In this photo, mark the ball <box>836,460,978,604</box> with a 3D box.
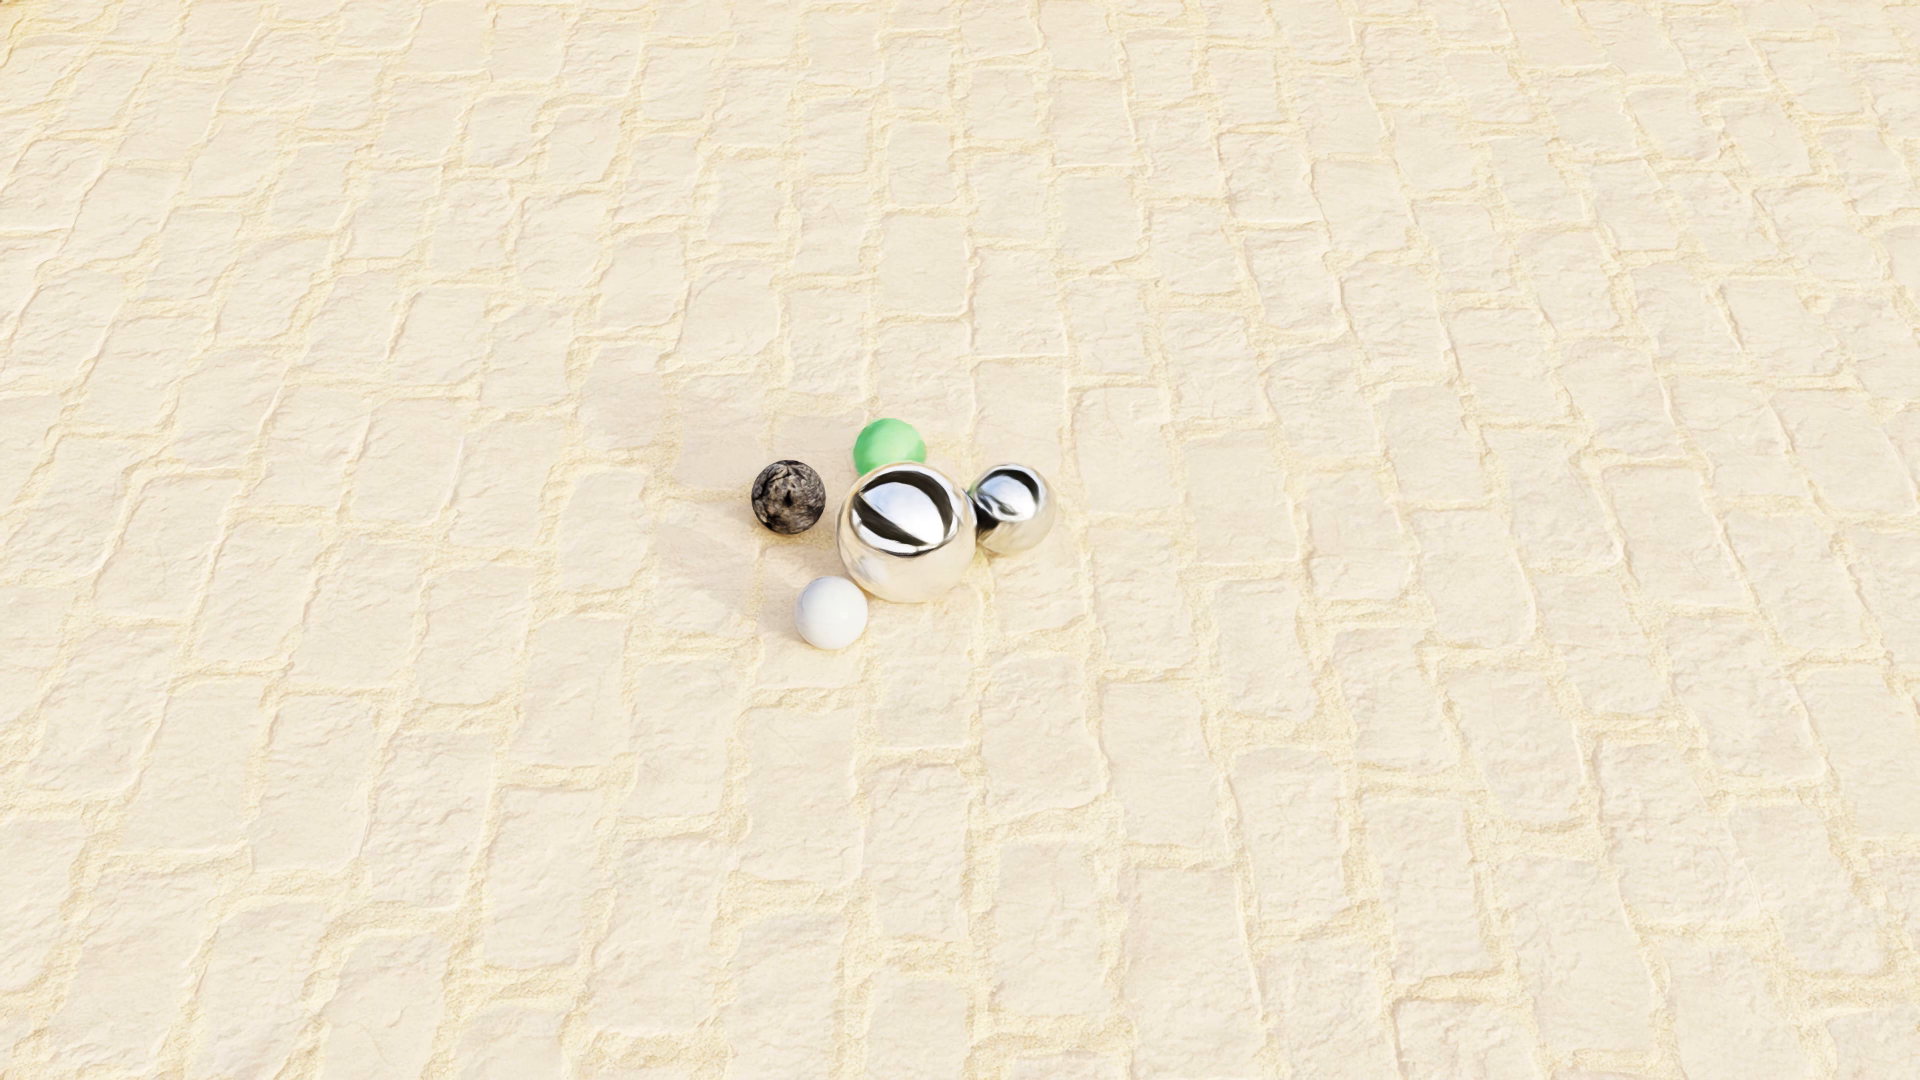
[{"bbox_3d":[-0.034,-0.005,1.635,0.091,0.091,0.091,0,36,0],"label":"ball"}]

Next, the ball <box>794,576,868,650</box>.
[{"bbox_3d":[-0.081,0.045,1.604,0.047,0.047,0.047,0,36,0],"label":"ball"}]

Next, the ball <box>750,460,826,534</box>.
[{"bbox_3d":[-0.114,-0.028,1.702,0.050,0.050,0.050,0,36,0],"label":"ball"}]

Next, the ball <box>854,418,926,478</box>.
[{"bbox_3d":[-0.048,-0.058,1.742,0.050,0.050,0.050,0,36,0],"label":"ball"}]

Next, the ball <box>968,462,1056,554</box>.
[{"bbox_3d":[0.033,-0.021,1.682,0.061,0.061,0.061,0,36,0],"label":"ball"}]
